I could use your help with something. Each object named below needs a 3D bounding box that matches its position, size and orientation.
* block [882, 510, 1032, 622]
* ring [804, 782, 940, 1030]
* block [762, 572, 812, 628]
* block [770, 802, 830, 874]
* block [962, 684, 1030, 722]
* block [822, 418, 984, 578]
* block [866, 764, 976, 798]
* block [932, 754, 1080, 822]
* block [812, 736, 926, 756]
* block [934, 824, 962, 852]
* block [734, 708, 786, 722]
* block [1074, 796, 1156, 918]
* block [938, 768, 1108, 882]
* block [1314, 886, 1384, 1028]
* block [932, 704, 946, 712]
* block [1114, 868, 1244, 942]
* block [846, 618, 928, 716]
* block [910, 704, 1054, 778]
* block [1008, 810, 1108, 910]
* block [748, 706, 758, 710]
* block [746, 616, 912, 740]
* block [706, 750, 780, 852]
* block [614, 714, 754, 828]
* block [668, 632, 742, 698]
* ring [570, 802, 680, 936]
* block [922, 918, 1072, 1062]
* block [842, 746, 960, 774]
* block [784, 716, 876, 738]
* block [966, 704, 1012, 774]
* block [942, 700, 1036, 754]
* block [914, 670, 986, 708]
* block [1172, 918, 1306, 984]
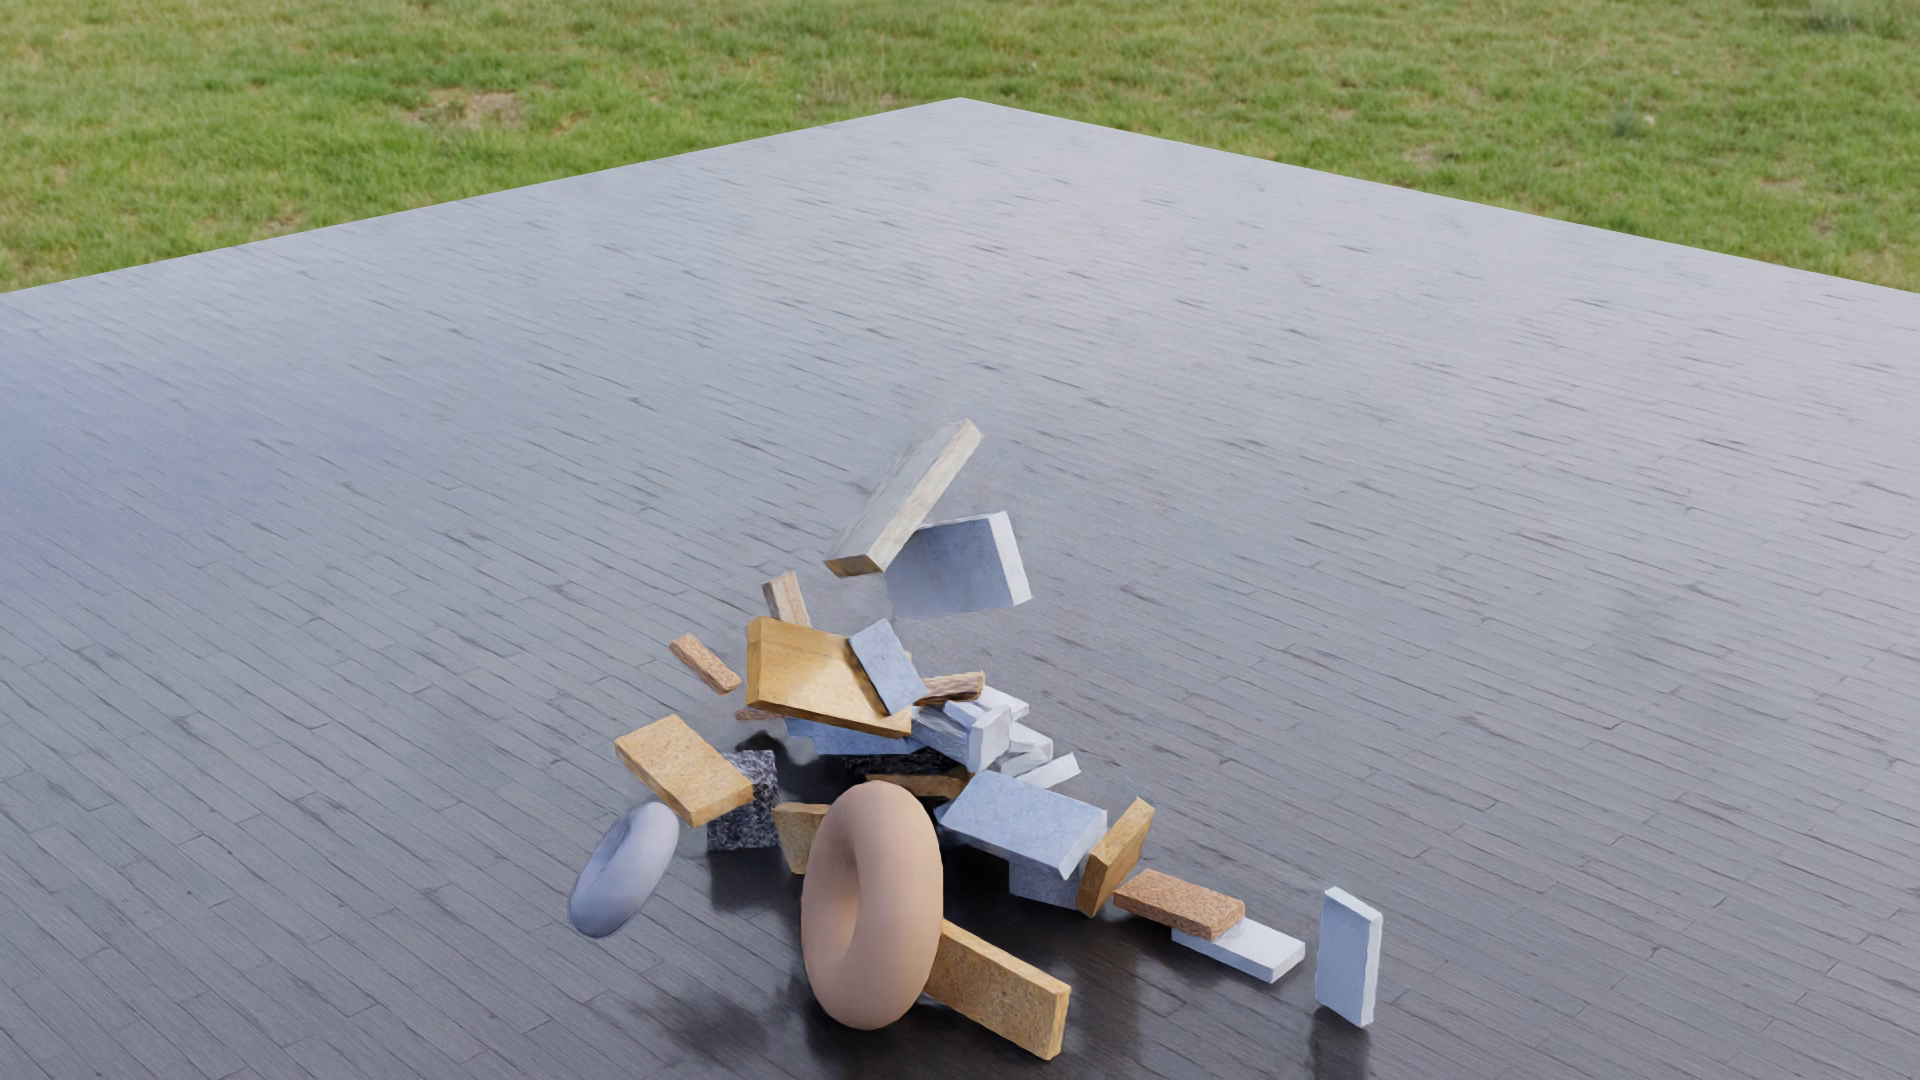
[{"bbox_3d":[-0.019,0.051,4.106,0.048,0.168,0.337,-23,9,-41],"label":"block"},{"bbox_3d":[-0.154,0.624,3.771,0.141,0.423,0.423,8,19,-23],"label":"ring"},{"bbox_3d":[-0.341,0.217,4.635,0.025,0.290,0.088,-13,8,34],"label":"block"},{"bbox_3d":[-0.256,0.566,4.138,0.037,0.132,0.265,-24,10,-34],"label":"block"},{"bbox_3d":[0.064,0.324,4.383,0.138,0.020,0.069,21,29,36],"label":"block"},{"bbox_3d":[-0.105,-0.076,4.056,0.337,0.048,0.168,-54,22,-24],"label":"block"},{"bbox_3d":[-0.040,0.473,4.459,0.148,0.042,0.297,-20,9,-39],"label":"block"},{"bbox_3d":[0.089,0.495,4.330,0.148,0.042,0.297,-19,-6,-38],"label":"block"},{"bbox_3d":[-0.155,0.401,4.563,0.149,0.042,0.298,-21,9,-41],"label":"block"},{"bbox_3d":[0.028,0.543,4.195,0.139,0.040,0.279,-15,-12,-10],"label":"block"},{"bbox_3d":[-0.406,0.367,4.732,0.079,0.022,0.158,-16,5,-44],"label":"block"},{"bbox_3d":[0.281,0.582,4.008,0.040,0.279,0.140,37,65,16],"label":"block"},{"bbox_3d":[0.111,0.508,3.952,0.279,0.040,0.140,15,54,39],"label":"block"},{"bbox_3d":[0.664,0.714,3.765,0.031,0.218,0.109,-17,29,-34],"label":"block"},{"bbox_3d":[-0.002,0.331,4.411,0.069,0.020,0.138,-20,31,-41],"label":"block"},{"bbox_3d":[0.404,0.672,4.062,0.218,0.031,0.109,14,27,39],"label":"block"},{"bbox_3d":[-0.141,0.247,4.295,0.086,0.172,0.024,-30,2,-11],"label":"block"},{"bbox_3d":[0.026,0.385,4.366,0.148,0.042,0.297,-20,32,-41],"label":"block"},{"bbox_3d":[0.186,0.593,4.181,0.141,0.141,0.141,11,25,23],"label":"block"},{"bbox_3d":[-0.372,0.337,4.716,0.157,0.022,0.079,-11,4,36],"label":"block"},{"bbox_3d":[-0.251,0.270,4.274,0.355,0.168,0.048,16,-28,-34],"label":"block"},{"bbox_3d":[-0.434,0.515,4.366,0.141,0.141,0.141,-3,23,-7],"label":"block"},{"bbox_3d":[-0.509,0.423,4.045,0.132,0.037,0.265,-24,40,-32],"label":"block"},{"bbox_3d":[-0.550,0.269,4.748,0.158,0.022,0.079,41,22,7],"label":"block"},{"bbox_3d":[-0.552,0.541,3.614,0.083,0.248,0.248,36,19,-13],"label":"ring"},{"bbox_3d":[0.035,0.756,3.765,0.334,0.132,0.037,23,27,32],"label":"block"},{"bbox_3d":[-0.089,0.434,4.514,0.149,0.042,0.298,-21,9,-42],"label":"block"},{"bbox_3d":[-0.217,0.368,4.603,0.149,0.042,0.298,-21,9,-41],"label":"block"},{"bbox_3d":[0.056,0.368,4.091,0.024,0.086,0.172,9,13,18],"label":"block"},{"bbox_3d":[0.057,0.363,4.268,0.172,0.024,0.086,29,10,33],"label":"block"},{"bbox_3d":[-0.022,0.298,4.396,0.138,0.020,0.069,-9,29,20],"label":"block"},{"bbox_3d":[0.506,0.730,4.000,0.218,0.031,0.109,18,29,37],"label":"block"}]
